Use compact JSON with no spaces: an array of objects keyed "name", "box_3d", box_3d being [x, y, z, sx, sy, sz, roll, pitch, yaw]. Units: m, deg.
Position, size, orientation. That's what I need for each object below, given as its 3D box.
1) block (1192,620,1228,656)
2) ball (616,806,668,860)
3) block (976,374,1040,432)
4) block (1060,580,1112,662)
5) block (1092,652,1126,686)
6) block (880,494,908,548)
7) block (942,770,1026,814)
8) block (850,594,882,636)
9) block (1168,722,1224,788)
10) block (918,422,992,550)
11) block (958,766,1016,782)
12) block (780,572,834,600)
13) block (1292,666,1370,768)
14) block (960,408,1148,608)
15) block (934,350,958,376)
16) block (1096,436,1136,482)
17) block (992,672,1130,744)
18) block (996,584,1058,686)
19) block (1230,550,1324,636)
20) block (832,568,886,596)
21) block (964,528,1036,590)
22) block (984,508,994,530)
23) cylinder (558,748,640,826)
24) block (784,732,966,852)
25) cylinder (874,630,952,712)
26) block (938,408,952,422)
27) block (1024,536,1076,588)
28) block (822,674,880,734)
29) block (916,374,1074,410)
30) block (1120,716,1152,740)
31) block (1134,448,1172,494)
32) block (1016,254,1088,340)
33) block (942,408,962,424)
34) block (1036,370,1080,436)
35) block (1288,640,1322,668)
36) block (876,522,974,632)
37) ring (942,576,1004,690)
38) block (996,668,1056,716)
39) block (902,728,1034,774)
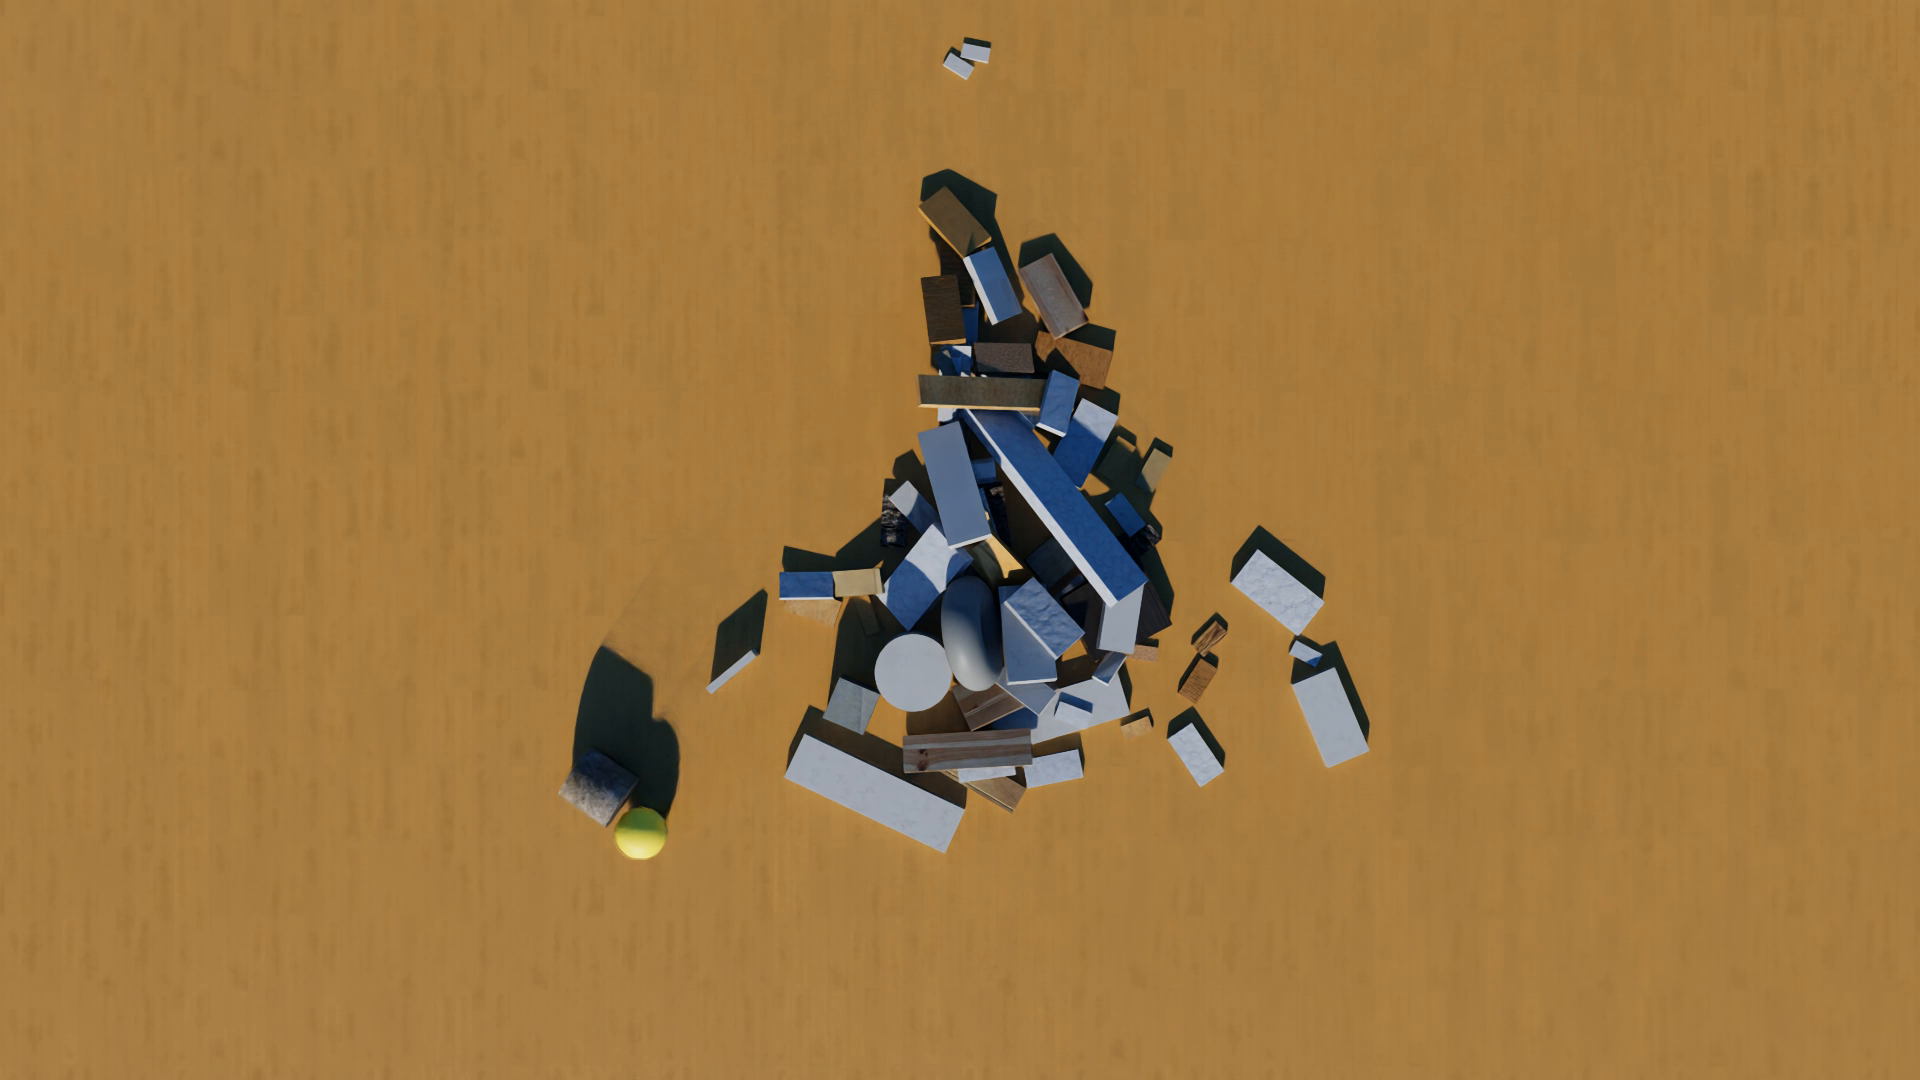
[{"name":"block","box_3d":[0.830,0.329,5.492,0.057,0.016,0.113,45,90,0]},{"name":"ball","box_3d":[-1.046,0.962,5.416,0.169,0.169,0.169,0,90,0]},{"name":"block","box_3d":[0.190,-0.494,5.451,0.258,0.037,0.129,46,59,0]},{"name":"block","box_3d":[0.431,0.264,5.408,0.119,0.034,0.238,-31,100,-17]},{"name":"block","box_3d":[0.495,0.418,5.461,0.060,0.017,0.121,27,69,22]},{"name":"block","box_3d":[-0.216,-0.065,5.487,0.089,0.025,0.177,3,90,0]},{"name":"block","box_3d":[0.045,0.778,5.486,0.352,0.027,0.097,30,90,0]},{"name":"block","box_3d":[-0.324,0.214,5.492,0.057,0.016,0.206,-20,90,0]},{"name":"block","box_3d":[0.783,0.714,5.486,0.097,0.027,0.194,-34,90,0]},{"name":"block","box_3d":[-0.018,-0.177,5.302,0.142,0.040,0.397,-17,73,3]},{"name":"block","box_3d":[0.086,0.740,5.449,0.189,0.027,0.094,-9,90,6]},{"name":"block","box_3d":[-0.509,0.151,5.466,0.177,0.025,0.089,0,73,-6]},{"name":"block","box_3d":[1.229,0.588,5.479,0.150,0.042,0.300,-23,90,0]},{"name":"block","box_3d":[0.305,-0.142,5.372,0.170,0.048,0.805,-31,80,-40]},{"name":"block","box_3d":[-0.044,-0.563,5.340,0.048,0.014,0.095,-23,98,2]},{"name":"block","box_3d":[0.519,-0.269,5.490,0.069,0.020,0.138,33,90,0]},{"name":"block","box_3d":[0.328,0.571,5.479,0.449,0.042,0.150,-17,90,0]},{"name":"block","box_3d":[0.217,0.306,5.373,0.159,0.045,0.319,-4,74,-7]},{"name":"block","box_3d":[1.053,0.173,5.480,0.283,0.040,0.142,38,90,0]},{"name":"block","box_3d":[-0.335,0.139,5.453,0.170,0.024,0.085,-5,96,21]},{"name":"block","box_3d":[0.128,0.086,5.390,0.125,0.035,0.268,-32,127,16]},{"name":"block","box_3d":[0.071,-0.015,5.359,0.085,0.024,0.170,-18,118,5]},{"name":"cylinder","box_3d":[-1.183,0.809,5.406,0.188,0.188,0.188,34,90,0]},{"name":"block","box_3d":[-0.283,0.839,5.477,0.589,0.045,0.159,25,90,0]},{"name":"cylinder","box_3d":[-0.148,0.423,5.376,0.247,0.247,0.247,0,90,0]},{"name":"block","box_3d":[-0.047,-0.432,5.344,0.048,0.014,0.095,3,101,-2]},{"name":"block","box_3d":[0.347,0.035,5.467,0.249,0.035,0.125,-39,92,-6]},{"name":"block","box_3d":[-0.353,0.540,5.429,0.142,0.142,0.142,23,90,0]},{"name":"block","box_3d":[0.117,-0.477,5.368,0.546,0.028,0.100,0,75,-23]},{"name":"block","box_3d":[0.588,0.627,5.493,0.099,0.014,0.050,-21,90,0]},{"name":"block","box_3d":[0.642,-0.229,5.490,0.069,0.020,0.138,30,90,0]},{"name":"block","box_3d":[0.307,-0.806,5.462,0.129,0.037,0.258,-28,84,-6]},{"name":"block","box_3d":[-0.025,-0.439,5.398,0.058,0.016,0.115,4,107,-2]},{"name":"block","box_3d":[0.321,-0.450,5.416,0.100,0.028,0.201,22,68,-16]},{"name":"block","box_3d":[1.151,0.379,5.493,0.099,0.014,0.050,28,90,0]},{"name":"block","box_3d":[-0.117,0.121,5.376,0.170,0.048,0.340,48,119,16]},{"name":"ring","box_3d":[0.043,0.300,5.330,0.126,0.378,0.378,-9,90,16]},{"name":"block","box_3d":[0.213,0.482,5.409,0.189,0.027,0.095,37,80,13]},{"name":"block","box_3d":[0.025,0.693,5.426,0.424,0.034,0.119,-4,75,7]}]
